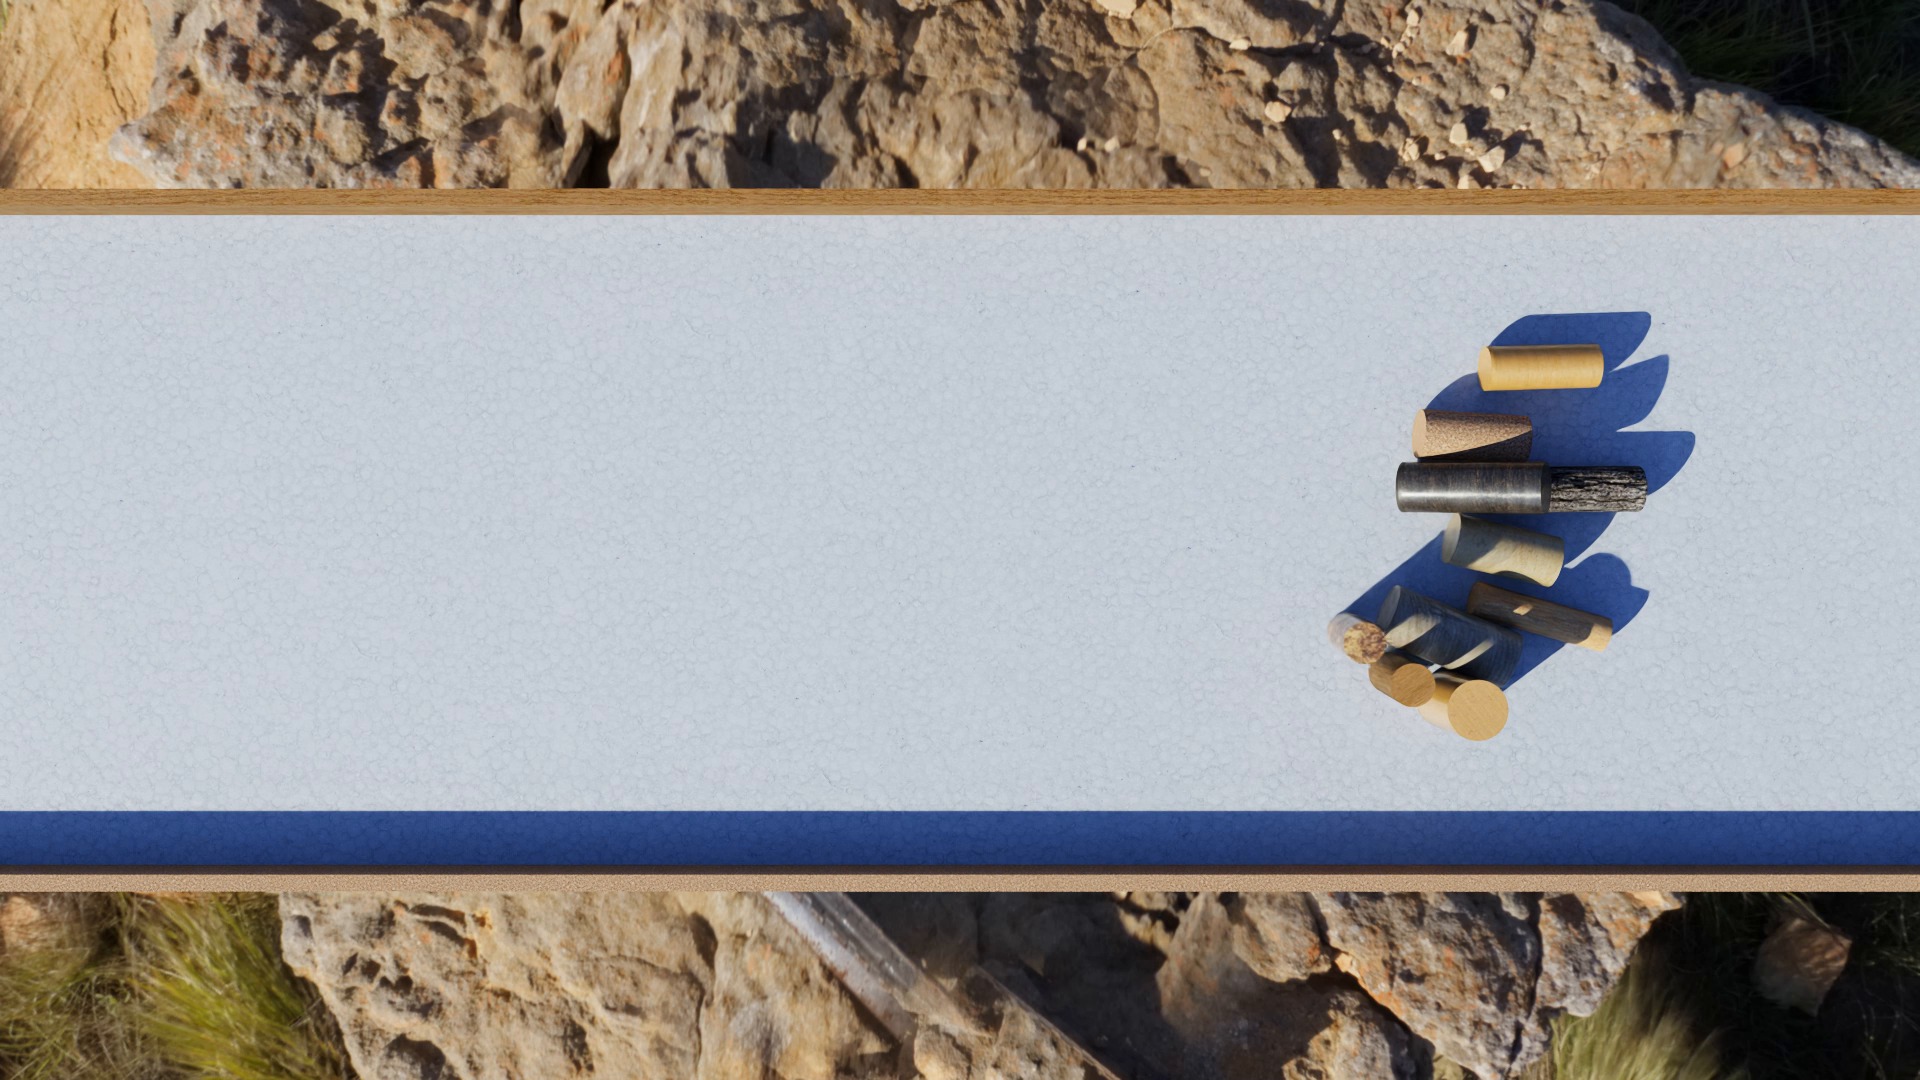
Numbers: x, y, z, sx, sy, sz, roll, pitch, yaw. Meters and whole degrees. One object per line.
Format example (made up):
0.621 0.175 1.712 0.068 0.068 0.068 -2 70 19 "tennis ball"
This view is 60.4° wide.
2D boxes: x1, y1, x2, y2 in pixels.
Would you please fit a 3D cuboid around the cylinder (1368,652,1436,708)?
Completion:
1.308 0.412 4.895 0.126 0.355 0.126 0 91 4 "cylinder"

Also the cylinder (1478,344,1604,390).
1.761 -0.525 5.009 0.336 0.134 0.134 -2 90 0 "cylinder"

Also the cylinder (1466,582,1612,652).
1.763 0.233 5.023 0.414 0.107 0.107 16 90 0 "cylinder"

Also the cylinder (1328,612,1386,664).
1.166 0.287 4.863 0.118 0.415 0.118 0 91 6 "cylinder"

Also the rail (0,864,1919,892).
-2.247 1.025 5.001 12.000 0.150 0.050 0 90 0 "rail"

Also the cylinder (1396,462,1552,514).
1.524 -0.156 4.902 0.419 0.154 0.154 2 90 31 "cylinder"

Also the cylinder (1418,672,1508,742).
1.492 0.491 4.913 0.177 0.327 0.177 0 90 0 "cylinder"

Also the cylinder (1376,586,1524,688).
1.474 0.292 4.987 0.396 0.179 0.179 22 90 0 "cylinder"

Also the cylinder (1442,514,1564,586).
1.644 0.030 4.999 0.319 0.156 0.156 13 90 0 "cylinder"

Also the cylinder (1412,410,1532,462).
1.551 -0.312 5.002 0.319 0.150 0.150 4 90 0 "cylinder"

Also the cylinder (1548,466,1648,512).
1.837 -0.154 5.007 0.443 0.139 0.139 0 90 0 "cylinder"

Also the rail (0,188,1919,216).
-2.247 -1.025 5.002 12.000 0.150 0.050 0 90 0 "rail"
